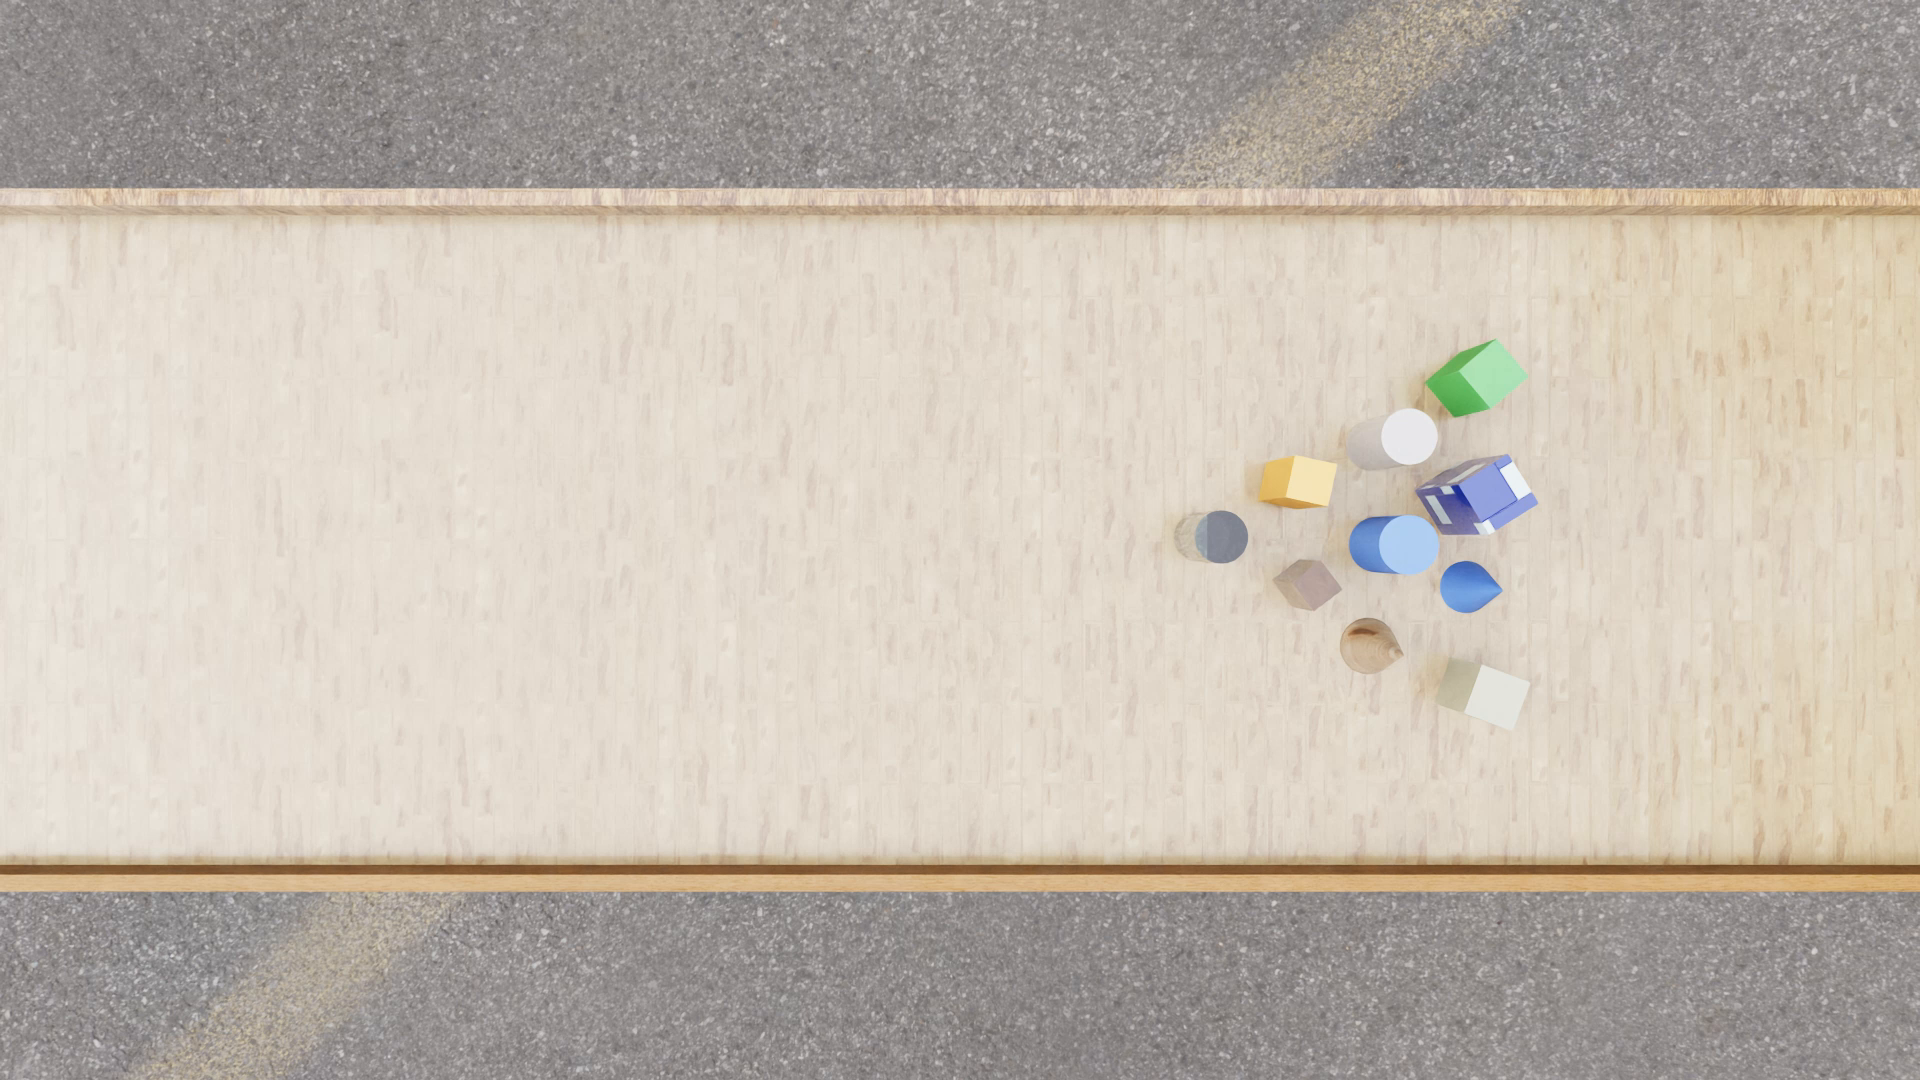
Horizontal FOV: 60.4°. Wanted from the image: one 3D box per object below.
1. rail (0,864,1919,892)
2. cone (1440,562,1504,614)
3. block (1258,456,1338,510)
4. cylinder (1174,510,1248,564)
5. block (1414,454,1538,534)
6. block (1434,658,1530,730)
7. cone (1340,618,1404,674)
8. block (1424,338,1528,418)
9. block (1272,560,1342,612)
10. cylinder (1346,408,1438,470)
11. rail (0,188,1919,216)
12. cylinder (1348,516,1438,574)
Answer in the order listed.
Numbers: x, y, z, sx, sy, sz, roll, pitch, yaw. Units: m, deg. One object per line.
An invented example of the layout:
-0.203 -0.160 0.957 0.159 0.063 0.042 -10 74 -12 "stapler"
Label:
-2.247 1.025 5.001 12.000 0.150 0.050 0 90 0 "rail"
1.558 0.145 4.901 0.161 0.351 0.161 0 90 0 "cone"
0.989 -0.167 4.859 0.121 0.435 0.121 12 90 0 "block"
0.733 -0.008 4.850 0.150 0.453 0.150 0 90 0 "cylinder"
1.511 -0.128 4.851 0.164 0.451 0.164 -32 90 0 "block"
1.555 0.457 4.924 0.150 0.304 0.150 20 90 0 "block"
1.256 0.326 4.869 0.175 0.414 0.175 0 90 0 "cone"
1.530 -0.477 4.902 0.143 0.349 0.143 -40 90 0 "block"
1.033 0.133 4.922 0.105 0.309 0.105 -37 90 0 "block"
1.268 -0.292 4.864 0.159 0.425 0.159 0 90 0 "cylinder"
-2.247 -1.025 5.002 12.000 0.150 0.050 0 90 0 "rail"
1.282 0.014 4.893 0.172 0.366 0.172 0 90 0 "cylinder"
